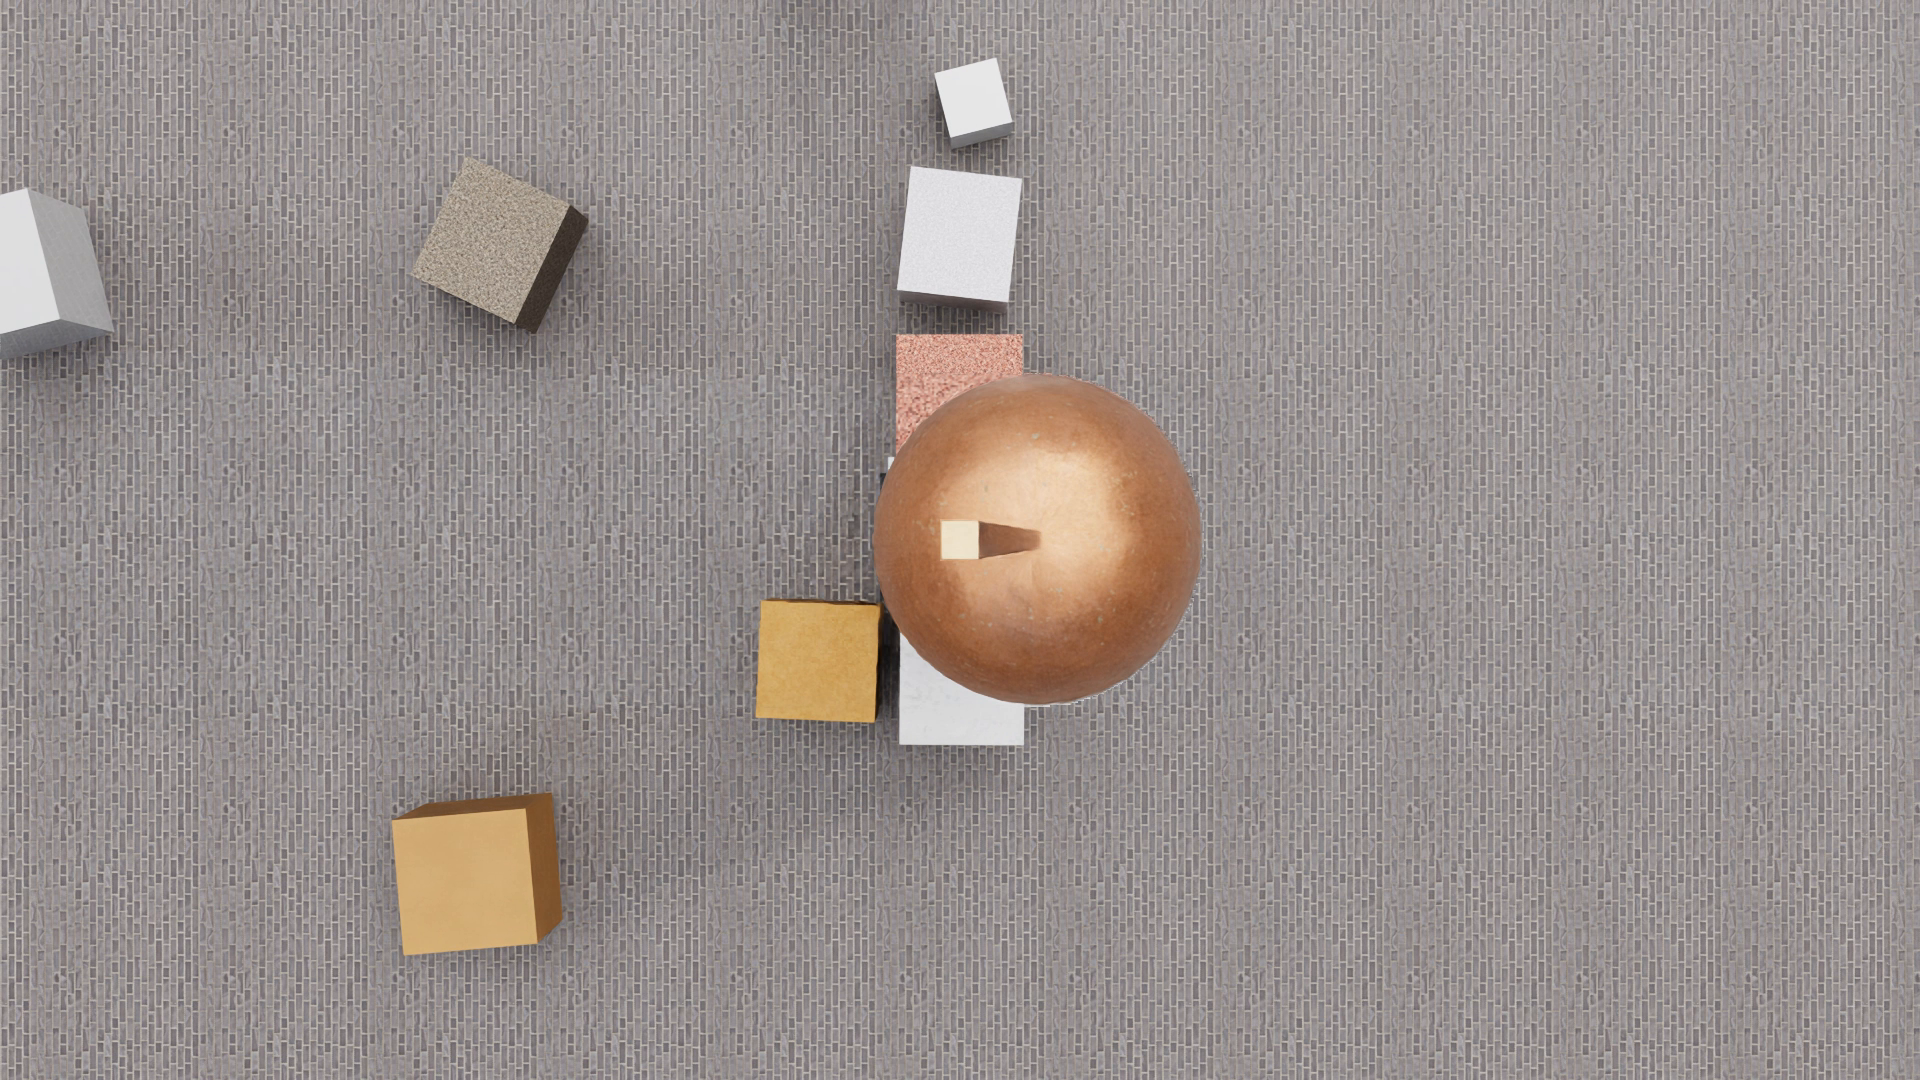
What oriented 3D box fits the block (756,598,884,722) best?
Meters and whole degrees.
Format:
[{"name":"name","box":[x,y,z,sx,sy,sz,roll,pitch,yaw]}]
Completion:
[{"name":"block","box":[-0.797,0.683,12.662,0.666,0.676,0.654,3,90,0]}]

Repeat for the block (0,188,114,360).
[{"name":"block","box":[-5.413,-1.508,12.604,0.670,0.792,0.748,-14,90,0]}]

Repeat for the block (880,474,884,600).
[{"name":"block","box":[-0.112,-0.016,11.759,0.603,0.541,0.667,0,90,0]}]

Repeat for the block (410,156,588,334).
[{"name":"block","box":[-2.643,-1.691,12.687,0.647,0.626,0.742,25,90,0]}]

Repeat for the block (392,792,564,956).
[{"name":"block","box":[-2.751,1.899,12.605,0.746,0.790,0.753,-5,90,0]}]

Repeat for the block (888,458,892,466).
[{"name":"block","box":[0.017,-0.041,12.515,0.816,0.971,0.816,0,90,0]}]

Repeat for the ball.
[{"name":"ball","box":[0.372,0.000,10.655,1.600,1.600,1.600,0,90,0]}]

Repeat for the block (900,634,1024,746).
[{"name":"block","box":[0.012,0.762,12.674,0.698,0.653,0.778,0,90,0]}]

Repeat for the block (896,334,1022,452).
[{"name":"block","box":[-0.002,-0.805,12.669,0.706,0.662,0.696,0,90,0]}]

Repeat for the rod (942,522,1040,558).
[{"name":"rod","box":[0.161,0.000,7.261,0.080,5.200,0.080,0,90,4]}]

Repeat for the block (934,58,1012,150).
[{"name":"block","box":[0.076,-2.536,12.802,0.364,0.396,0.378,-14,90,0]}]

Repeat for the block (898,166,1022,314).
[{"name":"block","box":[-0.002,-1.720,12.686,0.627,0.628,0.699,6,90,0]}]
